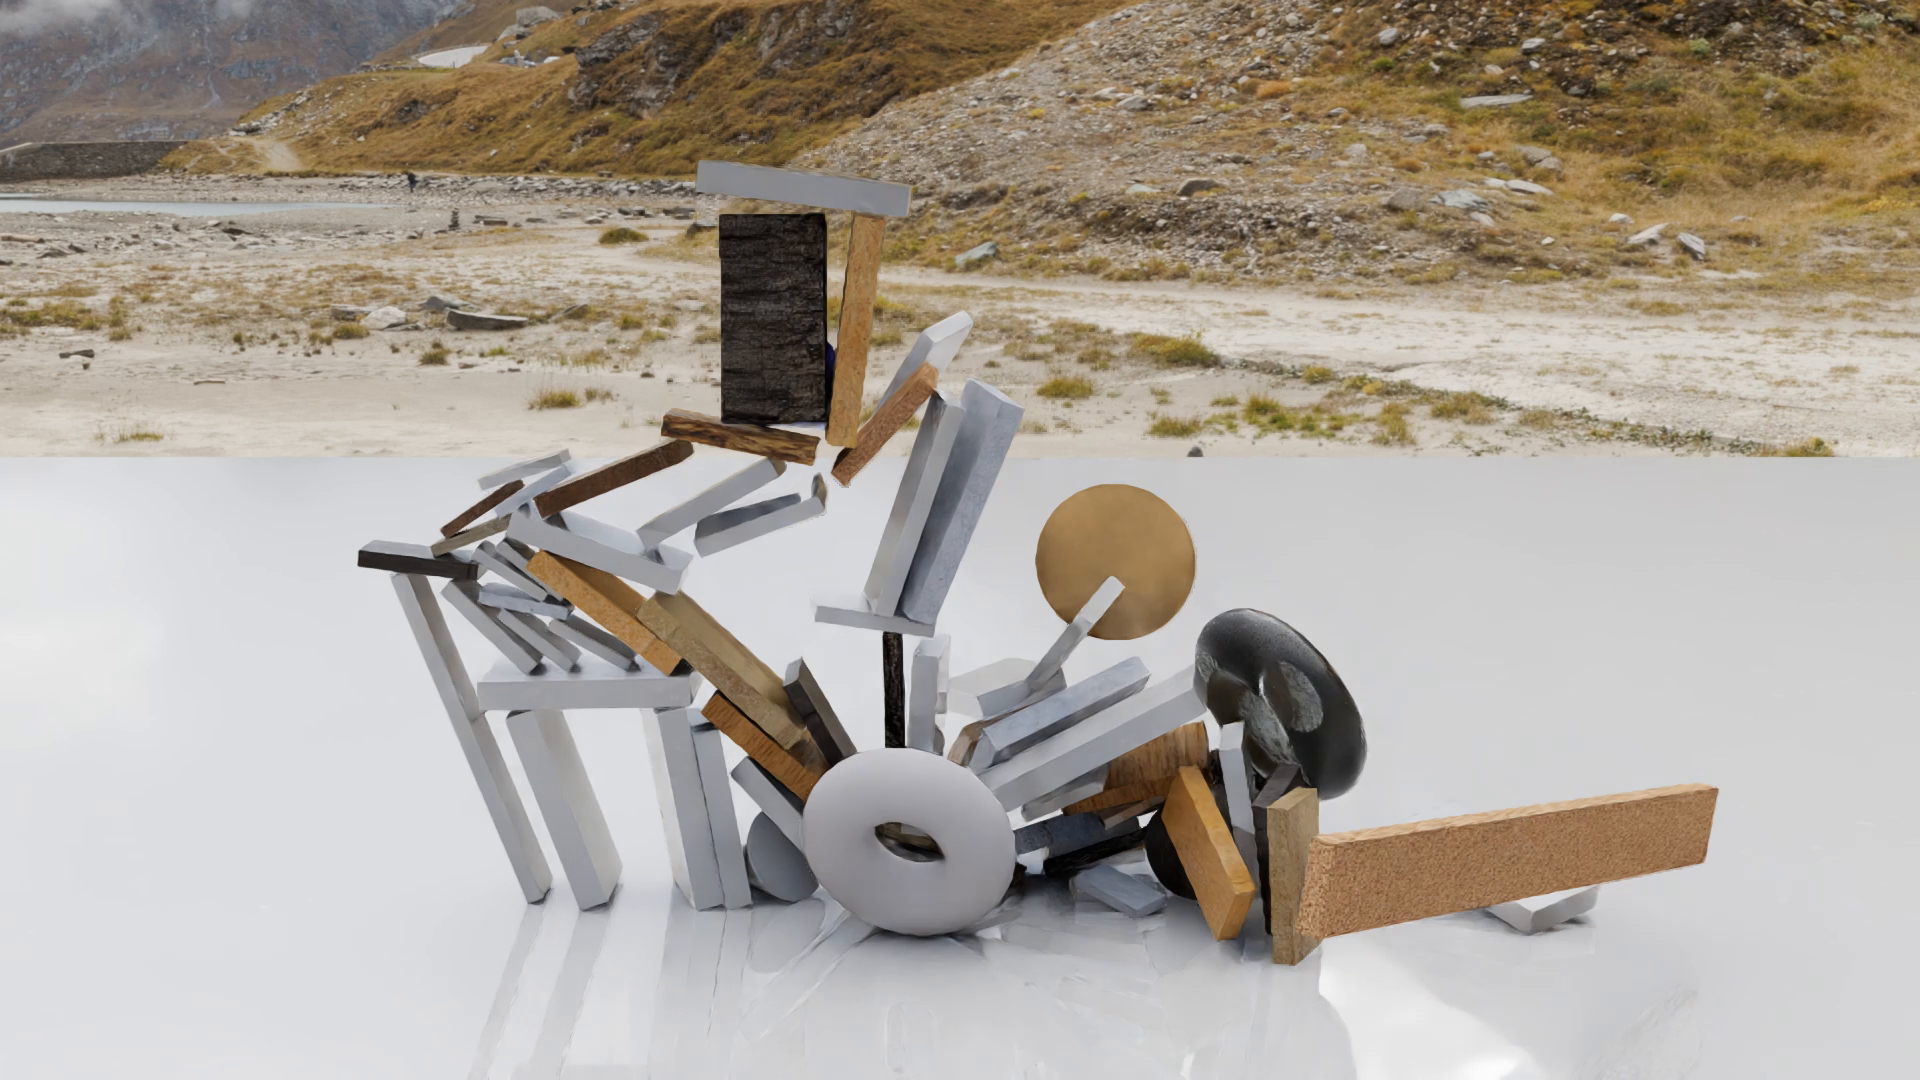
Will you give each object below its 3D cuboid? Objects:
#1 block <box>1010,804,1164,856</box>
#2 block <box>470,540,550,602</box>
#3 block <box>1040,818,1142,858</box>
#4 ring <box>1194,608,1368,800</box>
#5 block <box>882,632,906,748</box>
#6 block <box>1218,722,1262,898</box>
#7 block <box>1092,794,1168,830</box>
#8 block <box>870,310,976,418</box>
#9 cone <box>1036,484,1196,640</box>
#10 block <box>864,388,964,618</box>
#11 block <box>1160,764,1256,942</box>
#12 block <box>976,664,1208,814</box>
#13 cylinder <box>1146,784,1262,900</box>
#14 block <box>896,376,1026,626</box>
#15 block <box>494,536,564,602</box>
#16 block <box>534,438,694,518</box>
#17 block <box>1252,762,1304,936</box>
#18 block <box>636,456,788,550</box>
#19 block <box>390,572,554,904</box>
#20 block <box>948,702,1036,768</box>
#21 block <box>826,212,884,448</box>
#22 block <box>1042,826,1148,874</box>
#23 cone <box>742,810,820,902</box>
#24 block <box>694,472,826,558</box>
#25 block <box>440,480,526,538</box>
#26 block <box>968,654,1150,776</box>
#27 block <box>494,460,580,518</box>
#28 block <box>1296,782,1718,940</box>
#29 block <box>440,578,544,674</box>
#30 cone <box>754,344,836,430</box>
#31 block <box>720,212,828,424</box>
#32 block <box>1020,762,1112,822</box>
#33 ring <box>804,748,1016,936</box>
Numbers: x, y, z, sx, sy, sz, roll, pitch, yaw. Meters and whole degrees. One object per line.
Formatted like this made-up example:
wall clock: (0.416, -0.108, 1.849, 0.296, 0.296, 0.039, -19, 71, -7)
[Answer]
block: (0.213, 0.479, 3.770, 0.303, 0.043, 0.152, -17, -6, -9)
block: (-0.723, 0.050, 3.564, 0.135, 0.019, 0.068, 33, 10, -6)
block: (0.224, 0.514, 3.798, 0.165, 0.023, 0.082, -17, -6, -9)
ring: (0.521, 0.269, 3.584, 0.119, 0.357, 0.357, -35, 23, -18)
block: (-0.107, 0.296, 3.626, 0.028, 0.327, 0.098, -1, 15, 2)
block: (0.456, 0.432, 3.524, 0.036, 0.252, 0.126, -9, 13, 12)
block: (0.291, 0.418, 3.650, 0.152, 0.022, 0.076, -25, 37, -10)
block: (-0.069, -0.295, 3.872, 0.031, 0.251, 0.110, 47, 47, 12)
cone: (0.311, 0.014, 4.199, 0.296, 0.296, 0.296, 2, 11, 10)
block: (-0.075, -0.060, 3.514, 0.030, 0.359, 0.108, 15, 15, -17)
block: (0.393, 0.496, 3.496, 0.036, 0.126, 0.252, -6, 46, -18)
block: (0.178, 0.350, 3.595, 0.487, 0.044, 0.157, -28, 6, 12)
cylinder: (0.427, 0.502, 3.693, 0.164, 0.164, 0.164, 9, 14, 41)
block: (-0.014, -0.064, 3.542, 0.043, 0.378, 0.152, 18, 11, -26)
block: (-0.688, 0.044, 3.568, 0.135, 0.019, 0.068, 40, 9, -6)
block: (-0.553, -0.105, 3.530, 0.244, 0.035, 0.122, -21, 8, 6)
block: (0.510, 0.489, 3.467, 0.035, 0.246, 0.123, 6, 31, 29)
block: (-0.398, -0.066, 3.543, 0.244, 0.035, 0.122, -28, 6, 6)
block: (-0.800, 0.317, 3.619, 0.027, 0.582, 0.096, -20, 10, 4)
block: (0.089, 0.329, 3.848, 0.220, 0.031, 0.110, -20, -26, -28)
block: (-0.168, -0.335, 3.491, 0.046, 0.357, 0.162, 7, 10, -5)
block: (0.257, 0.525, 3.762, 0.223, 0.023, 0.082, -16, -6, -18)
cone: (-0.342, 0.546, 3.705, 0.164, 0.164, 0.164, -12, -11, -47)
block: (-0.322, -0.041, 3.557, 0.215, 0.030, 0.108, -20, 21, 7)
block: (-0.771, -0.053, 3.553, 0.139, 0.020, 0.069, -33, 7, 8)
block: (0.171, 0.312, 3.793, 0.314, 0.044, 0.157, -24, -22, -21)
block: (-0.680, -0.083, 3.537, 0.139, 0.020, 0.069, -30, 8, 7)
block: (0.812, 0.441, 3.121, 0.035, 0.123, 1.065, 15, 9, 43)
block: (-0.758, 0.133, 3.584, 0.027, 0.193, 0.096, -44, 8, 8)
cone: (-0.307, -0.227, 3.584, 0.187, 0.187, 0.187, 6, 29, 31)
block: (-0.292, -0.346, 3.451, 0.162, 0.324, 0.046, -1, -2, 3)
block: (0.172, 0.405, 3.587, 0.152, 0.022, 0.076, -27, 21, 29)
ring: (-0.080, 0.471, 3.423, 0.343, 0.343, 0.114, 3, 33, 15)
